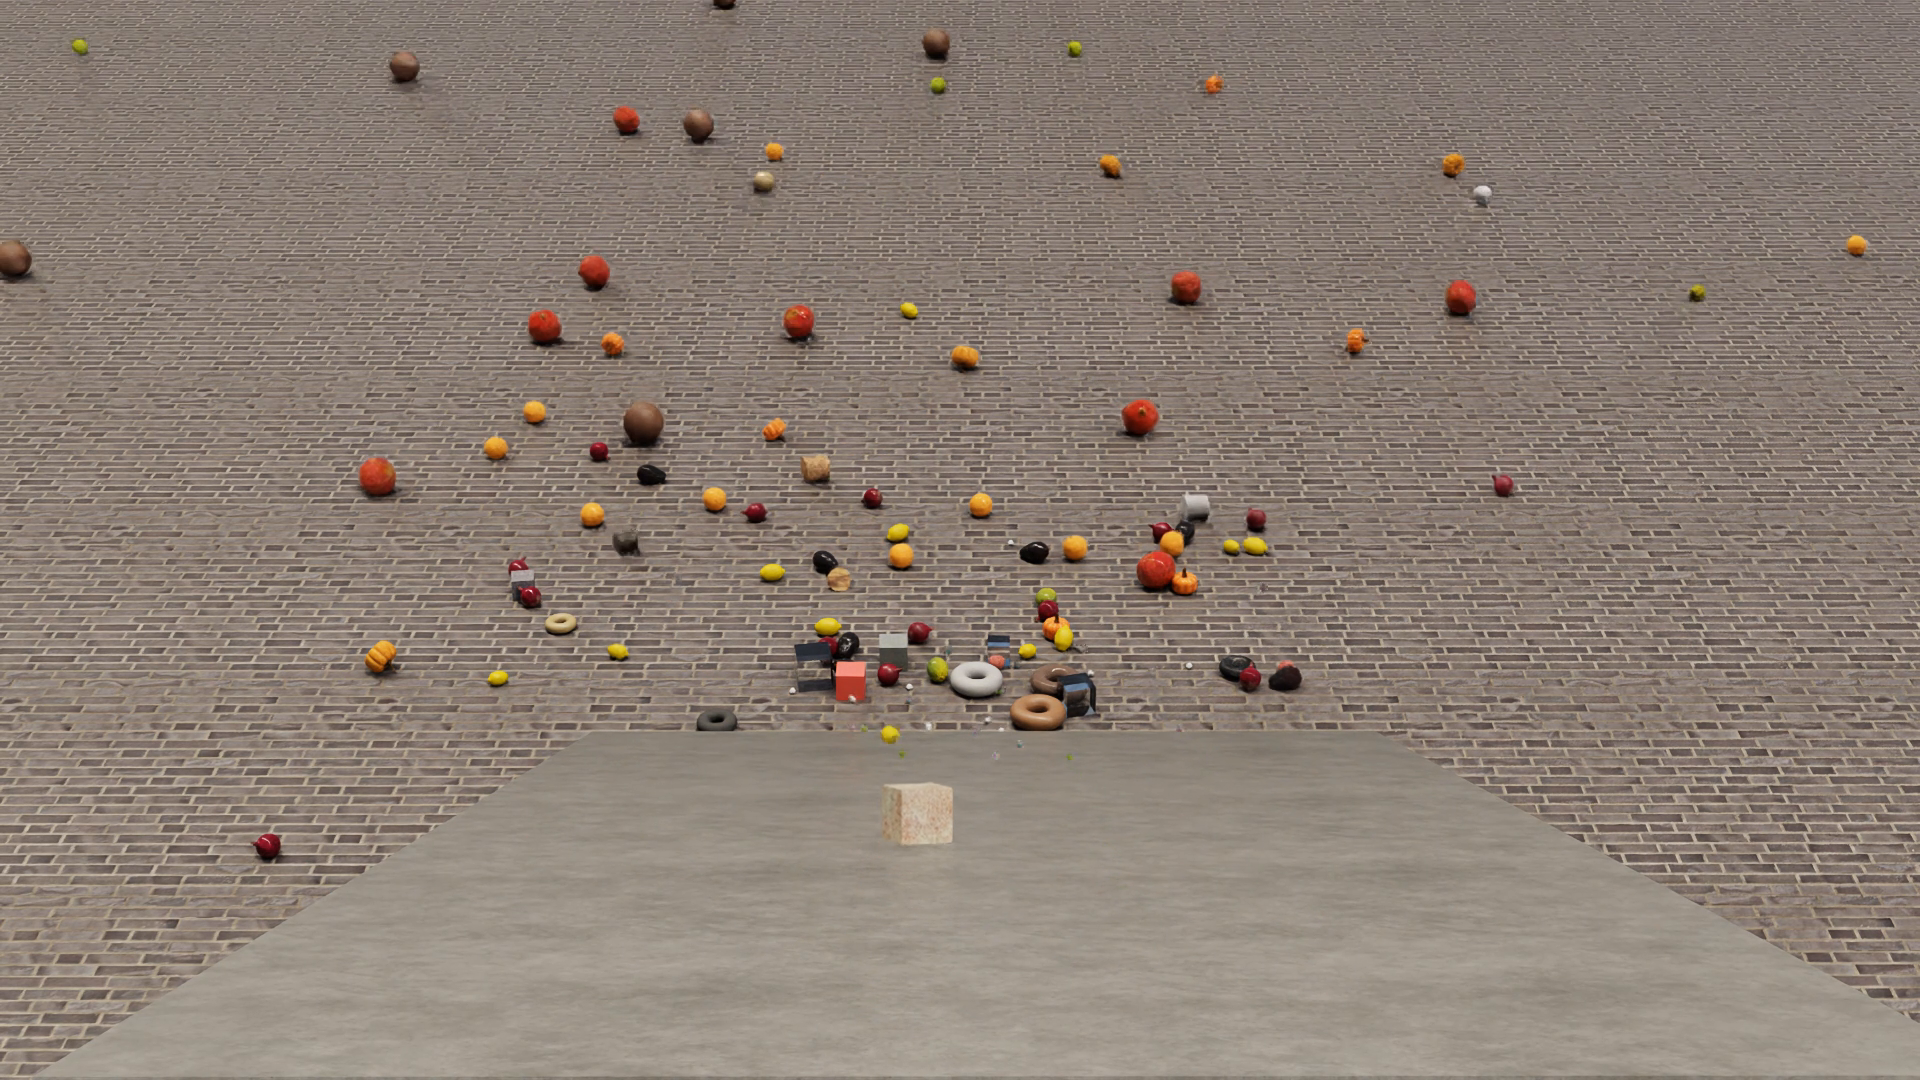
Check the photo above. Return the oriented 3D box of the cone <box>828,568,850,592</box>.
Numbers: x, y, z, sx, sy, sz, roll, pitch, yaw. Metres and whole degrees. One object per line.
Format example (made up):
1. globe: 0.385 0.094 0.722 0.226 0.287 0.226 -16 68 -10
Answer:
1. cone: -0.358 0.114 7.470 0.070 0.070 0.070 -9 2 -16

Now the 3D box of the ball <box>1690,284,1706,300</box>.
1. ball: 2.671 -0.895 9.351 0.059 0.059 0.059 0 28 0

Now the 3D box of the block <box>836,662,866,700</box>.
1. block: -0.293 0.378 6.922 0.075 0.075 0.075 0 28 0

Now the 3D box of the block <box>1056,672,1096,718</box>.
1. block: 0.308 0.412 6.852 0.081 0.081 0.081 -8 29 -15

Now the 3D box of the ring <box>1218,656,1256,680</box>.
1. ring: 0.755 0.347 7.026 0.102 0.034 0.102 1 27 -1

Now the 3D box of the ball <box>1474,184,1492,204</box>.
1. ball: 2.073 -1.371 10.239 0.072 0.072 0.072 0 28 0

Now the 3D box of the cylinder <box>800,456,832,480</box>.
1. cylinder: -0.450 -0.223 8.061 0.074 0.074 0.074 -2 26 -26

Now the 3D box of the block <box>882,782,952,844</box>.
1. block: -0.074 0.470 4.446 0.093 0.093 0.093 0 1 -24

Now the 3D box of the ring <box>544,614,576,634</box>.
1. ring: -1.120 0.234 7.244 0.090 0.030 0.090 -1 27 1

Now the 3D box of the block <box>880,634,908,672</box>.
1. block: -0.182 0.308 7.054 0.076 0.076 0.076 -1 28 -1

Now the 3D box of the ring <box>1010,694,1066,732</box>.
1. ring: 0.205 0.455 6.804 0.150 0.050 0.150 0 26 0

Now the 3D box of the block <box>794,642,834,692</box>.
1. block: -0.395 0.343 6.969 0.095 0.095 0.095 -4 28 -8

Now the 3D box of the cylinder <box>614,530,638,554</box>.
1. cylinder: -0.990 0.006 7.647 0.057 0.057 0.057 -14 31 -25

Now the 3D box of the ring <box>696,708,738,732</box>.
1. ring: -0.638 0.479 6.775 0.108 0.036 0.108 -1 28 1

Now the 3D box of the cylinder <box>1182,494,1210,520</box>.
1. cylinder: 0.714 -0.100 7.834 0.069 0.069 0.069 -5 28 -9

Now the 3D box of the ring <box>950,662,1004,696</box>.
1. ring: 0.044 0.375 6.958 0.144 0.048 0.144 1 27 -1

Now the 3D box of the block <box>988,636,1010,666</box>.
1. block: 0.106 0.303 7.081 0.061 0.061 0.061 1 28 1

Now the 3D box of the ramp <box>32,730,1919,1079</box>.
1. ramp: 0.063 0.564 4.604 2.000 0.100 4.000 0 1 0

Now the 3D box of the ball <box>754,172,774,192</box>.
1. ball: -0.784 -1.436 10.347 0.084 0.084 0.084 0 28 0

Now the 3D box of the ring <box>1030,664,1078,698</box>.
1. ring: 0.259 0.381 6.947 0.141 0.047 0.141 1 28 -1

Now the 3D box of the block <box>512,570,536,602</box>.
1. block: -1.251 0.130 7.404 0.064 0.064 0.064 -4 28 -7
